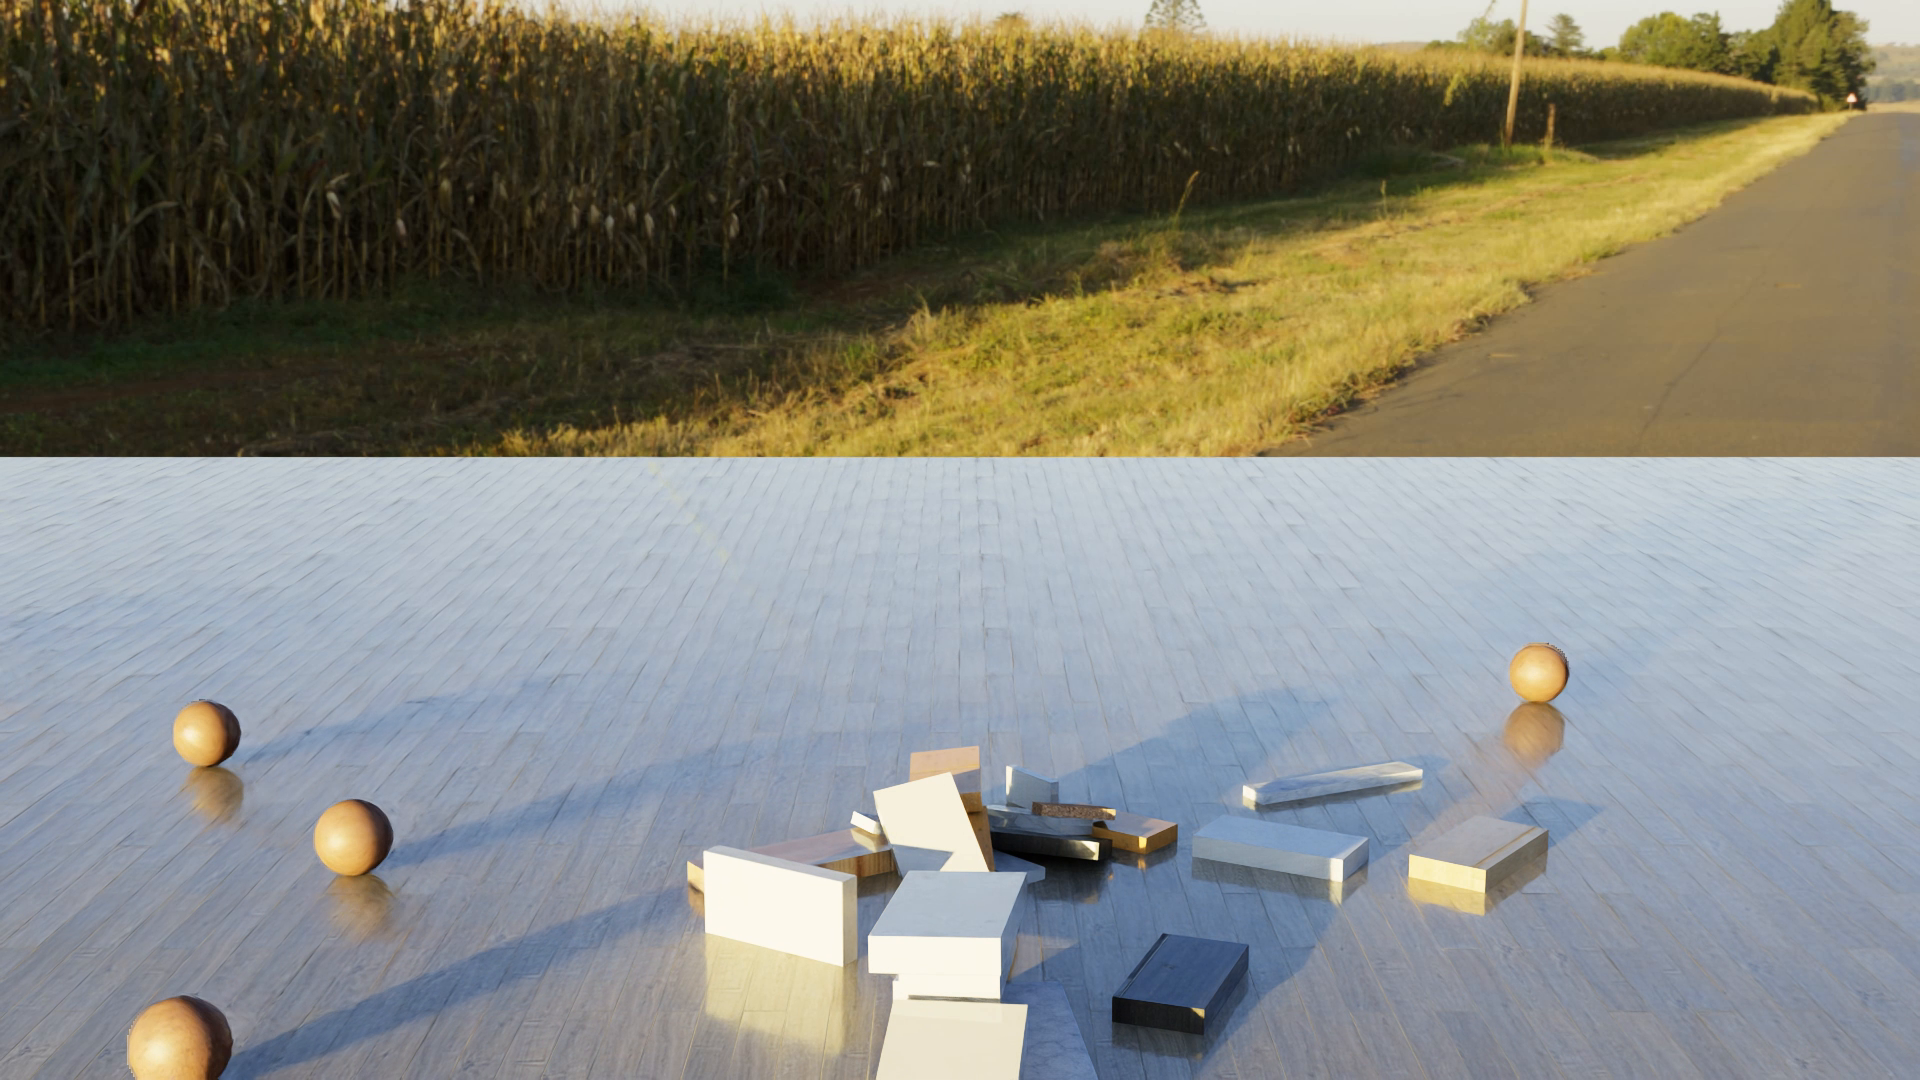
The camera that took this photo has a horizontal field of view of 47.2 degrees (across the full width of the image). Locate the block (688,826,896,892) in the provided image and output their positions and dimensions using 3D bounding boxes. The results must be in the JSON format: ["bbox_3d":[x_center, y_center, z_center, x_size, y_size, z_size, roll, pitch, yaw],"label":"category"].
[{"bbox_3d":[-0.277,0.554,3.754,0.347,0.039,0.137,-7,13,-33],"label":"block"}]

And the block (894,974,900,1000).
[{"bbox_3d":[-0.007,0.617,3.145,0.134,0.038,0.268,0,3,8],"label":"block"}]

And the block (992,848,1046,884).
[{"bbox_3d":[0.069,0.561,3.769,0.073,0.021,0.146,-9,14,-41],"label":"block"}]

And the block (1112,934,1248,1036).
[{"bbox_3d":[0.328,0.651,3.238,0.135,0.038,0.269,4,11,20],"label":"block"}]

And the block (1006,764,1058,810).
[{"bbox_3d":[0.136,0.471,4.126,0.019,0.067,0.135,-8,13,-35],"label":"block"}]

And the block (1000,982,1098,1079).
[{"bbox_3d":[0.074,0.692,2.982,0.177,0.050,0.354,-1,11,-6],"label":"block"}]

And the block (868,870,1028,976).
[{"bbox_3d":[-0.011,0.534,3.093,0.177,0.050,0.354,0,6,8],"label":"block"}]

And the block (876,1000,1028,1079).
[{"bbox_3d":[-0.017,0.699,2.737,0.177,0.050,0.354,1,23,6],"label":"block"}]

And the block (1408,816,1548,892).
[{"bbox_3d":[0.903,0.543,3.818,0.137,0.039,0.274,8,13,36],"label":"block"}]

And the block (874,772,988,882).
[{"bbox_3d":[-0.045,0.499,3.611,0.135,0.038,0.269,-14,38,-8],"label":"block"}]

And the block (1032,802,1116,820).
[{"bbox_3d":[0.202,0.484,3.925,0.135,0.019,0.068,5,-3,-13],"label":"block"}]

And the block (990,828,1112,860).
[{"bbox_3d":[0.152,0.530,3.839,0.210,0.030,0.105,4,-3,17],"label":"block"}]

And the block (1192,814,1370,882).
[{"bbox_3d":[0.561,0.537,3.846,0.275,0.039,0.137,6,12,29],"label":"block"}]

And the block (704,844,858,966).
[{"bbox_3d":[-0.281,0.567,3.423,0.269,0.135,0.038,7,12,32],"label":"block"}]

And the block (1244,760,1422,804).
[{"bbox_3d":[0.725,0.470,4.264,0.374,0.019,0.067,-5,12,-26],"label":"block"}]

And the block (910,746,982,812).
[{"bbox_3d":[-0.025,0.422,3.849,0.123,0.035,0.246,-6,13,1],"label":"block"}]

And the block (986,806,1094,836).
[{"bbox_3d":[0.122,0.503,3.950,0.210,0.030,0.105,3,-3,37],"label":"block"}]

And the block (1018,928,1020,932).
[{"bbox_3d":[0.009,0.584,3.360,0.134,0.038,0.268,0,-8,8],"label":"block"}]

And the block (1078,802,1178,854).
[{"bbox_3d":[0.275,0.519,3.968,0.210,0.030,0.105,8,13,37],"label":"block"}]

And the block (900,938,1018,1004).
[{"bbox_3d":[0.001,0.582,3.051,0.134,0.038,0.268,0,6,6],"label":"block"}]

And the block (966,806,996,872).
[{"bbox_3d":[-0.006,0.532,3.656,0.123,0.035,0.246,-7,28,-1],"label":"block"}]

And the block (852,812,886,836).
[{"bbox_3d":[-0.113,0.512,3.911,0.146,0.021,0.073,15,0,-35],"label":"block"}]
